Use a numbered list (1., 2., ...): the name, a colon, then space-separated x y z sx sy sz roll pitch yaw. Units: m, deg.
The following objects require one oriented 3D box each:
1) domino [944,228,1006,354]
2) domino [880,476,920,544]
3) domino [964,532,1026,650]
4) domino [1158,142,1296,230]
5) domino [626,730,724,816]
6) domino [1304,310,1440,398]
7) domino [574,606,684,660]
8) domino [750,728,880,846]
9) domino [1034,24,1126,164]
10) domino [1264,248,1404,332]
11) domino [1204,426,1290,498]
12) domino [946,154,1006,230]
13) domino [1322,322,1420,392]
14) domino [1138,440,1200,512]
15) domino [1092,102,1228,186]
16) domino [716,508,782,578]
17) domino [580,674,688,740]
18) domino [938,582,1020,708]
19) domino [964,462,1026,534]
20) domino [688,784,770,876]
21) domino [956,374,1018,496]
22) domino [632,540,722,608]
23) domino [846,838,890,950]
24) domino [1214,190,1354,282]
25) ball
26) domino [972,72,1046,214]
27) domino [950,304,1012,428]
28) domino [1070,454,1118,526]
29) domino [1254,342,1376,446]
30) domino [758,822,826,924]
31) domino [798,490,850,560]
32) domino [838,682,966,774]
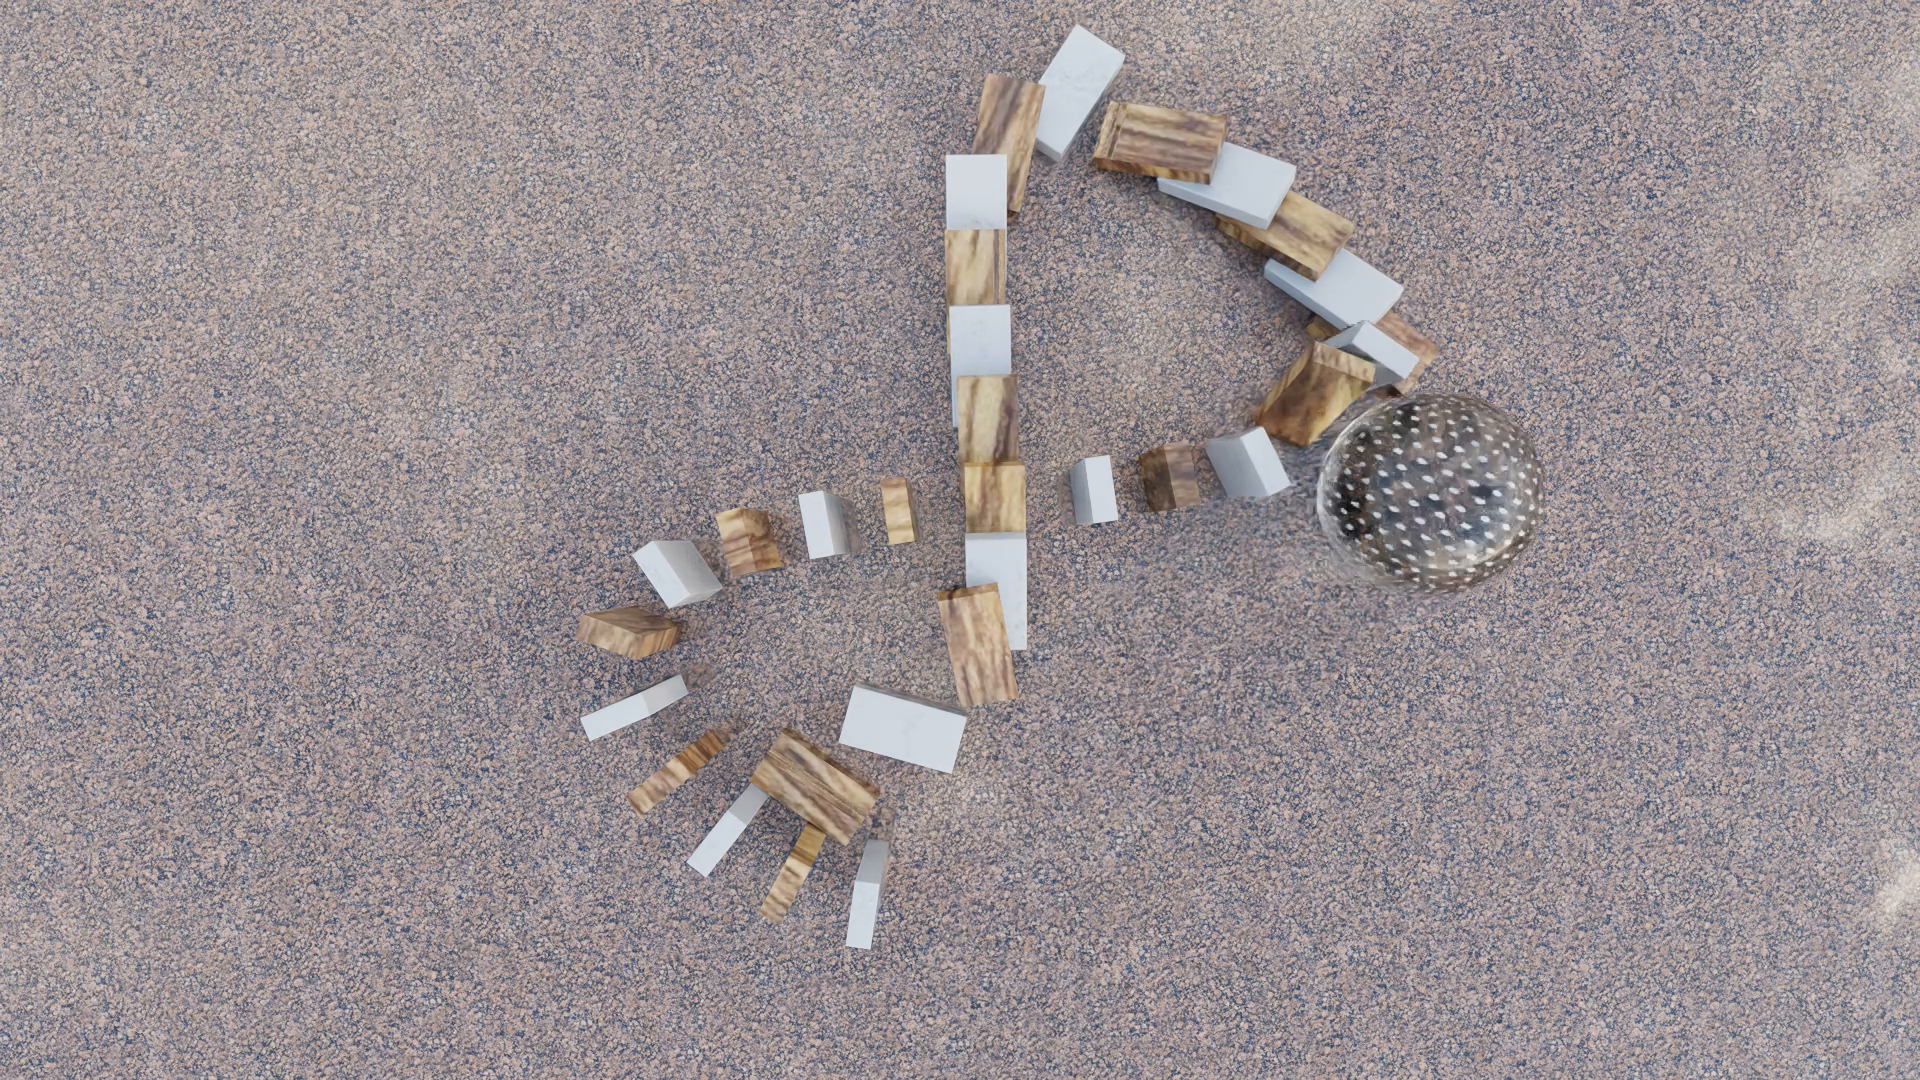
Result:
1. domino: 0.007 -0.105 0.388 0.025 0.009 0.050 -1 108 0
2. domino: -0.024 -0.011 0.375 0.009 0.050 0.025 -9 90 0
3. domino: 0.015 0.022 0.387 0.025 0.010 0.050 -2 109 0
4. domino: 0.112 -0.153 0.388 0.050 0.010 0.025 29 90 19
5. domino: -0.115 0.094 0.375 0.025 0.050 0.009 -39 90 0
6. domino: 0.178 -0.087 0.395 0.050 0.010 0.025 38 90 0
7. domino: -0.134 0.037 0.375 0.025 0.050 0.010 20 90 0
8. domino: -0.062 0.106 0.395 0.050 0.009 0.025 34 90 0
9. domino: 0.046 -0.192 0.395 0.025 0.009 0.050 33 90 0
10. domino: 0.157 -0.109 0.387 0.050 0.010 0.025 43 91 19
11. domino: 0.116 -0.031 0.375 0.010 0.050 0.025 -27 92 0
12. domino: 0.007 -0.136 0.388 0.025 0.009 0.050 -1 108 0
13. domino: 0.163 -0.073 0.375 0.025 0.050 0.009 35 92 0
14. domino: 0.085 -0.025 0.375 0.010 0.050 0.025 -12 90 0
15. domino: 0.084 -0.168 0.388 0.050 0.010 0.025 17 89 18
16. domino: -0.086 0.001 0.375 0.009 0.050 0.025 -15 90 0
17. domino: -0.132 0.068 0.375 0.025 0.050 0.010 -23 90 0
18. domino: 0.008 0.044 0.385 0.025 0.010 0.050 -11 109 3
19. domino: 0.015 -0.008 0.389 0.025 0.009 0.050 -2 106 0
20. domino: -0.093 0.116 0.375 0.009 0.050 0.025 38 90 0
21. domino: 0.012 -0.044 0.387 0.025 0.010 0.050 -2 109 0
22. domino: -0.114 0.013 0.375 0.009 0.050 0.025 -35 90 0
23. domino: -0.037 0.143 0.375 0.010 0.050 0.025 8 90 0
24. domino: 0.136 -0.133 0.388 0.050 0.009 0.025 37 90 19
25. ball: 0.183 -0.018 0.360 0.080 0.080 0.080 0 90 0
26. domino: 0.019 -0.167 0.388 0.025 0.009 0.050 12 108 0
27. domino: 0.009 -0.074 0.388 0.025 0.009 0.050 -2 108 0
28. domino: 0.054 -0.019 0.375 0.010 0.050 0.025 -8 90 0
29. domino: 0.144 -0.059 0.375 0.025 0.050 0.009 21 65 0
30. domino: -0.067 0.134 0.375 0.009 0.050 0.025 29 90 0
31. domino: -0.055 -0.006 0.375 0.010 0.050 0.025 -10 90 0
32. domino: -0.024 0.081 0.395 0.050 0.010 0.025 15 90 0
